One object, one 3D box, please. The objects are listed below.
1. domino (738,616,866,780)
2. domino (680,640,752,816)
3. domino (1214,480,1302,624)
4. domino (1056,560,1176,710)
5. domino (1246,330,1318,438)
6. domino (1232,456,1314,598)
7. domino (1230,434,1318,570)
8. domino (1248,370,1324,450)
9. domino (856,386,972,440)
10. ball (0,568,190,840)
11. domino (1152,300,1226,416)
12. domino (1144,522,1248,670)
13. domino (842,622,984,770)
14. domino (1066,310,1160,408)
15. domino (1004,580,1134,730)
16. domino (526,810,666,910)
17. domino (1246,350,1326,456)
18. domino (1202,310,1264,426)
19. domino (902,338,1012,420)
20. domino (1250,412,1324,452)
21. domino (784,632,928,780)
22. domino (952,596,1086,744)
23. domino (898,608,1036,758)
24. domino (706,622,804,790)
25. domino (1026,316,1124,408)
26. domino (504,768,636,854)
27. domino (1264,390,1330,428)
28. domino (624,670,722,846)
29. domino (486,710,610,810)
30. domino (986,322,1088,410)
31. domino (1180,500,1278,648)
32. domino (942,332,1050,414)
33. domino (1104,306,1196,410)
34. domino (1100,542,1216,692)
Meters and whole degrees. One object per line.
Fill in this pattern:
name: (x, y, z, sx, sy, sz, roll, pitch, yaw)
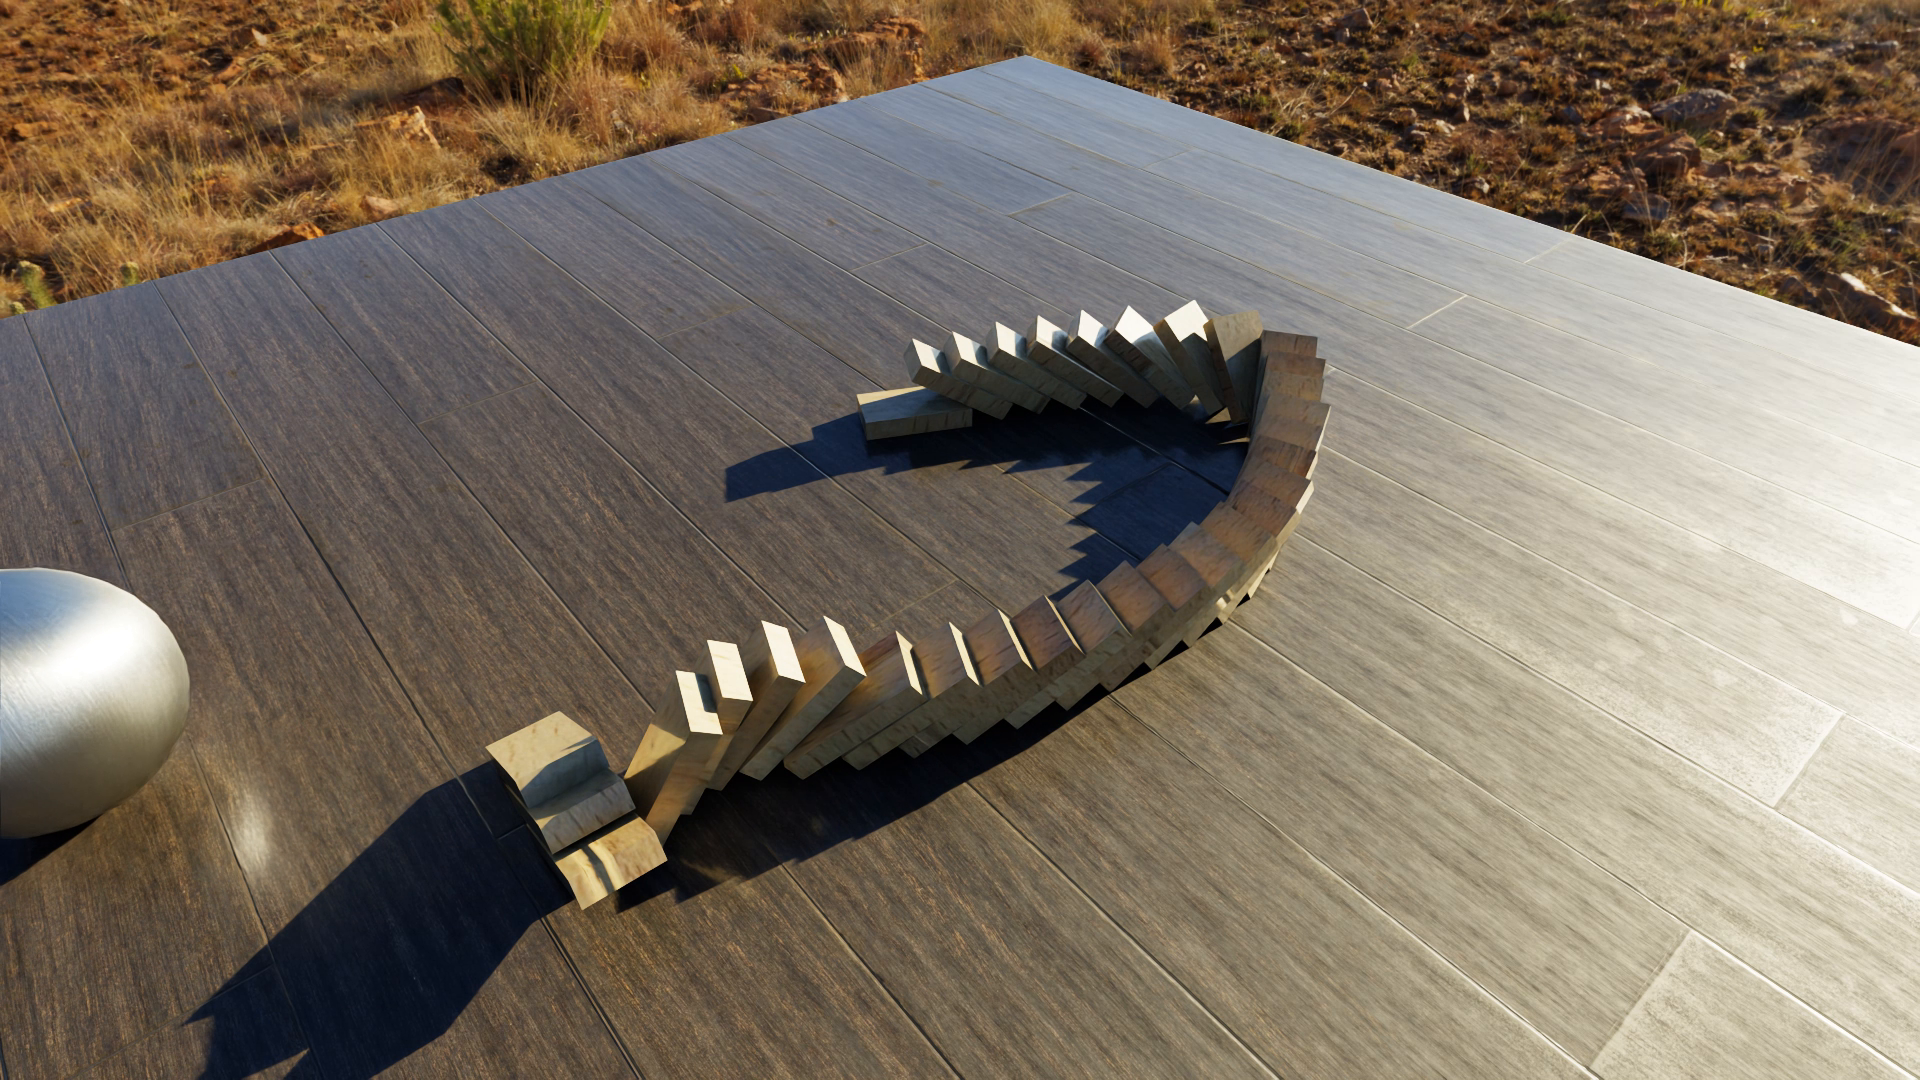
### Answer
domino: (-0.054, 0.051, 0.356, 0.050, 0.010, 0.025, -45, 41, 10)
domino: (-0.081, 0.059, 0.341, 0.009, 0.050, 0.025, 13, 30, -33)
domino: (0.103, 0.004, 0.417, 0.025, 0.010, 0.050, 35, 85, 34)
domino: (0.047, 0.033, 0.383, 0.050, 0.009, 0.025, -42, 46, 4)
domino: (0.148, -0.070, 0.506, 0.025, 0.009, 0.050, 9, 77, 5)
domino: (0.114, -0.005, 0.429, 0.025, 0.010, 0.050, 28, 82, 29)
domino: (0.122, -0.016, 0.441, 0.025, 0.009, 0.050, 22, 79, 24)
domino: (0.141, -0.048, 0.479, 0.025, 0.009, 0.050, 12, 77, 14)
domino: (-0.022, -0.061, 0.518, 0.050, 0.010, 0.025, -9, 40, -11)
ball: (-0.279, 0.048, 0.329, 0.080, 0.080, 0.080, 0, 39, 0)
domino: (0.116, -0.087, 0.526, 0.025, 0.010, 0.050, -34, 92, -35)
domino: (0.077, 0.020, 0.398, 0.050, 0.009, 0.025, -47, 50, 0)
domino: (-0.018, 0.051, 0.361, 0.050, 0.010, 0.025, -34, 40, 11)
domino: (0.074, -0.087, 0.528, 0.050, 0.009, 0.025, 33, 37, -16)
domino: (0.032, 0.039, 0.375, 0.050, 0.010, 0.025, -39, 44, 7)
domino: (-0.106, 0.088, 0.319, 0.025, 0.010, 0.050, -27, 19, -29)
domino: (0.146, -0.059, 0.492, 0.025, 0.010, 0.050, 13, 77, 11)
domino: (0.134, -0.081, 0.518, 0.025, 0.009, 0.050, -13, 84, -17)
domino: (-0.001, -0.075, 0.515, 0.050, 0.009, 0.025, 20, 30, -27)
domino: (0.129, -0.026, 0.454, 0.025, 0.009, 0.050, 19, 78, 22)
domino: (-0.036, 0.054, 0.358, 0.050, 0.010, 0.025, -34, 40, 11)
domino: (0.015, 0.043, 0.370, 0.050, 0.010, 0.025, -37, 43, 8)
domino: (-0.001, 0.048, 0.365, 0.050, 0.009, 0.025, -36, 41, 9)
domino: (-0.070, 0.053, 0.351, 0.009, 0.050, 0.025, 23, 25, -37)
domino: (0.055, -0.086, 0.528, 0.050, 0.010, 0.025, 28, 36, -16)
domino: (-0.118, 0.077, 0.331, 0.025, 0.009, 0.050, -27, 16, -29)
domino: (0.137, -0.036, 0.466, 0.025, 0.010, 0.050, 18, 79, 20)
domino: (-0.088, 0.067, 0.331, 0.009, 0.050, 0.025, 13, 30, -34)
domino: (-0.129, 0.067, 0.342, 0.025, 0.009, 0.050, -27, 16, -29)
domino: (0.036, -0.083, 0.525, 0.050, 0.009, 0.025, 25, 34, -21)
domino: (0.091, 0.012, 0.407, 0.050, 0.009, 0.025, -49, 53, -2)
domino: (0.017, -0.079, 0.520, 0.050, 0.010, 0.025, 20, 32, -26)
domino: (0.094, -0.088, 0.529, 0.050, 0.009, 0.025, 40, 43, -8)
domino: (0.063, 0.027, 0.389, 0.050, 0.010, 0.025, -43, 47, 3)
